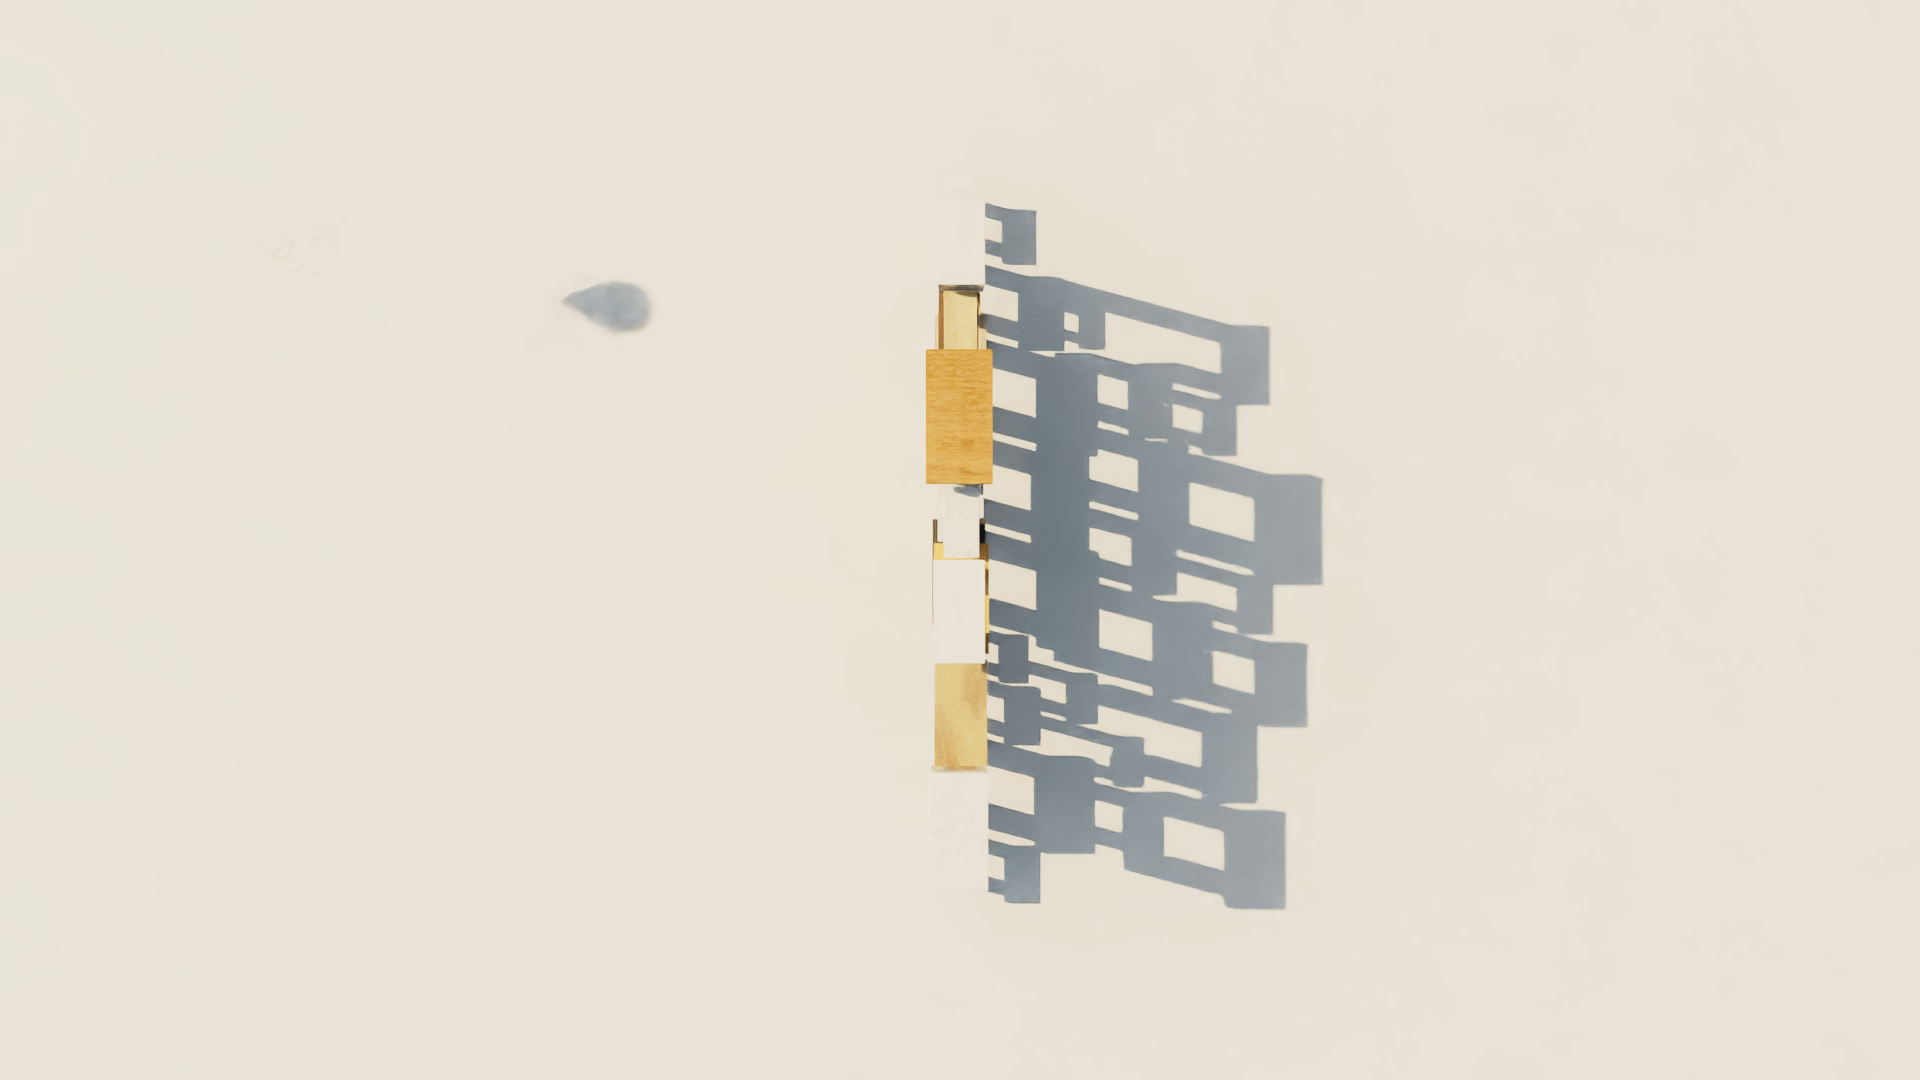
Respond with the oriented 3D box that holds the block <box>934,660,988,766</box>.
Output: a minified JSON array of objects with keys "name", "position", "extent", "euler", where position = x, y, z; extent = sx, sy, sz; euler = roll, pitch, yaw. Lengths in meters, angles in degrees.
[{"name":"block","position":[0.002,0.485,4.632],"extent":[0.148,0.042,0.295],"euler":[0,90,0]}]

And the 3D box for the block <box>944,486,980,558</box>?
[{"name":"block","position":[0.004,-0.050,4.552],"extent":[0.098,0.028,0.195],"euler":[0,90,0]}]

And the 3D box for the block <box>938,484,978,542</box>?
[{"name":"block","position":[-0.005,-0.114,4.870],"extent":[0.119,0.034,0.238],"euler":[0,90,0]}]

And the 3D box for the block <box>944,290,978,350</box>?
[{"name":"block","position":[0.001,-0.609,4.664],"extent":[0.094,0.027,0.187],"euler":[0,90,0]}]

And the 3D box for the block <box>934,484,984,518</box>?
[{"name":"block","position":[-0.003,-0.222,5.173],"extent":[0.153,0.043,0.305],"euler":[0,90,0]}]

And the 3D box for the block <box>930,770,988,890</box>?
[{"name":"block","position":[-0.003,0.799,4.543],"extent":[0.162,0.046,0.323],"euler":[0,90,0]}]

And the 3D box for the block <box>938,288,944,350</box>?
[{"name":"block","position":[-0.005,-0.632,4.881],"extent":[0.118,0.033,0.236],"euler":[0,90,0]}]

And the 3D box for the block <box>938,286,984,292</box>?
[{"name":"block","position":[0.004,-0.751,4.733],"extent":[0.131,0.261,0.037],"euler":[0,90,0]}]

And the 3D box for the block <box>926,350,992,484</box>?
[{"name":"block","position":[-0.002,-0.331,4.439],"extent":[0.180,0.051,0.359],"euler":[0,90,0]}]

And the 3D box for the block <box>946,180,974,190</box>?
[{"name":"block","position":[-0.001,-1.064,5.307],"extent":[0.090,0.025,0.180],"euler":[0,90,0]}]

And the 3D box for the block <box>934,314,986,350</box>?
[{"name":"block","position":[0.002,-0.540,5.156],"extent":[0.161,0.046,0.321],"euler":[0,90,0]}]

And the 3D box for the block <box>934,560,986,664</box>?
[{"name":"block","position":[-0.002,0.193,4.463],"extent":[0.139,0.039,0.278],"euler":[0,90,0]}]

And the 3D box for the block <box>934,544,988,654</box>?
[{"name":"block","position":[0.004,0.169,4.784],"extent":[0.159,0.045,0.319],"euler":[0,90,0]}]

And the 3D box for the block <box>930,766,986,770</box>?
[{"name":"block","position":[-0.004,0.691,4.727],"extent":[0.162,0.323,0.046],"euler":[0,90,0]}]

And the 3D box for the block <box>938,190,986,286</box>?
[{"name":"block","position":[0.004,-0.838,4.584],"extent":[0.131,0.037,0.261],"euler":[0,90,0]}]

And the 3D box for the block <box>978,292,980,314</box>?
[{"name":"block","position":[0.004,-0.826,5.242],"extent":[0.121,0.034,0.241],"euler":[0,90,0]}]

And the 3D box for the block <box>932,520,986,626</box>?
[{"name":"block","position":[-0.003,0.100,5.148],"extent":[0.164,0.047,0.329],"euler":[0,90,0]}]

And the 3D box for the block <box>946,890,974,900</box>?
[{"name":"block","position":[0.001,1.059,5.299],"extent":[0.094,0.027,0.188],"euler":[0,90,0]}]
